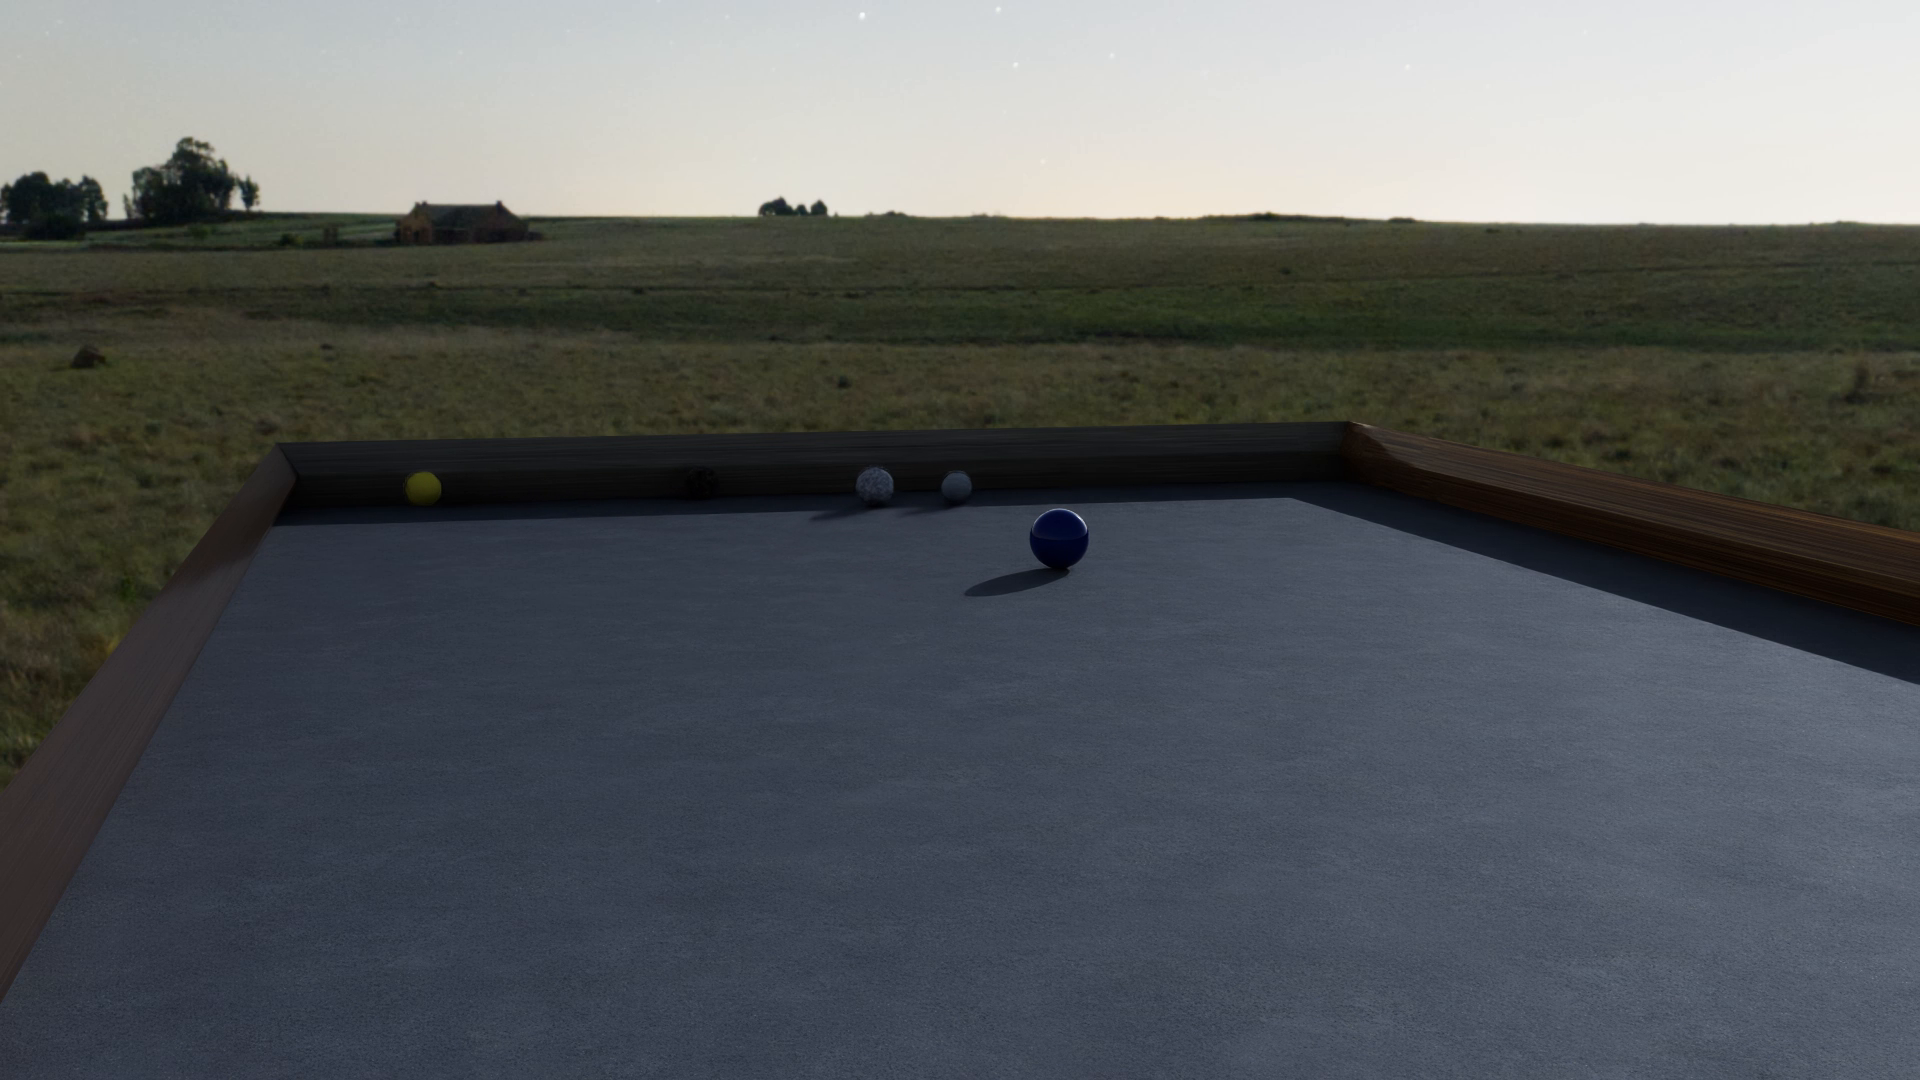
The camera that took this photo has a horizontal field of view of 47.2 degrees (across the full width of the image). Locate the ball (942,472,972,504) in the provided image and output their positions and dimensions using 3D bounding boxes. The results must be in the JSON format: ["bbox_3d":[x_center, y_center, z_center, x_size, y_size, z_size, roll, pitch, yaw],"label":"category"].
[{"bbox_3d":[-0.007,-0.105,4.444,0.062,0.062,0.062,0,8,0],"label":"ball"}]

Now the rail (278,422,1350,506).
[{"bbox_3d":[-0.241,-0.163,4.625,2.293,0.126,0.045,-2,8,-13],"label":"rail"}]

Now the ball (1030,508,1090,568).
[{"bbox_3d":[0.161,-0.002,3.553,0.097,0.097,0.097,0,8,0],"label":"ball"}]

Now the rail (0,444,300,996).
[{"bbox_3d":[-0.846,0.148,2.328,0.045,0.126,4.278,-2,8,-13],"label":"rail"}]

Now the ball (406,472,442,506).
[{"bbox_3d":[-1.069,-0.101,4.386,0.070,0.070,0.070,0,8,0],"label":"ball"}]

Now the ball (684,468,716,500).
[{"bbox_3d":[-0.533,-0.116,4.517,0.065,0.065,0.065,0,8,0],"label":"ball"}]

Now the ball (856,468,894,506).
[{"bbox_3d":[-0.171,-0.106,4.401,0.076,0.076,0.076,0,8,0],"label":"ball"}]

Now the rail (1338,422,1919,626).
[{"bbox_3d":[1.339,0.079,2.842,0.045,0.126,4.278,-2,8,-13],"label":"rail"}]
